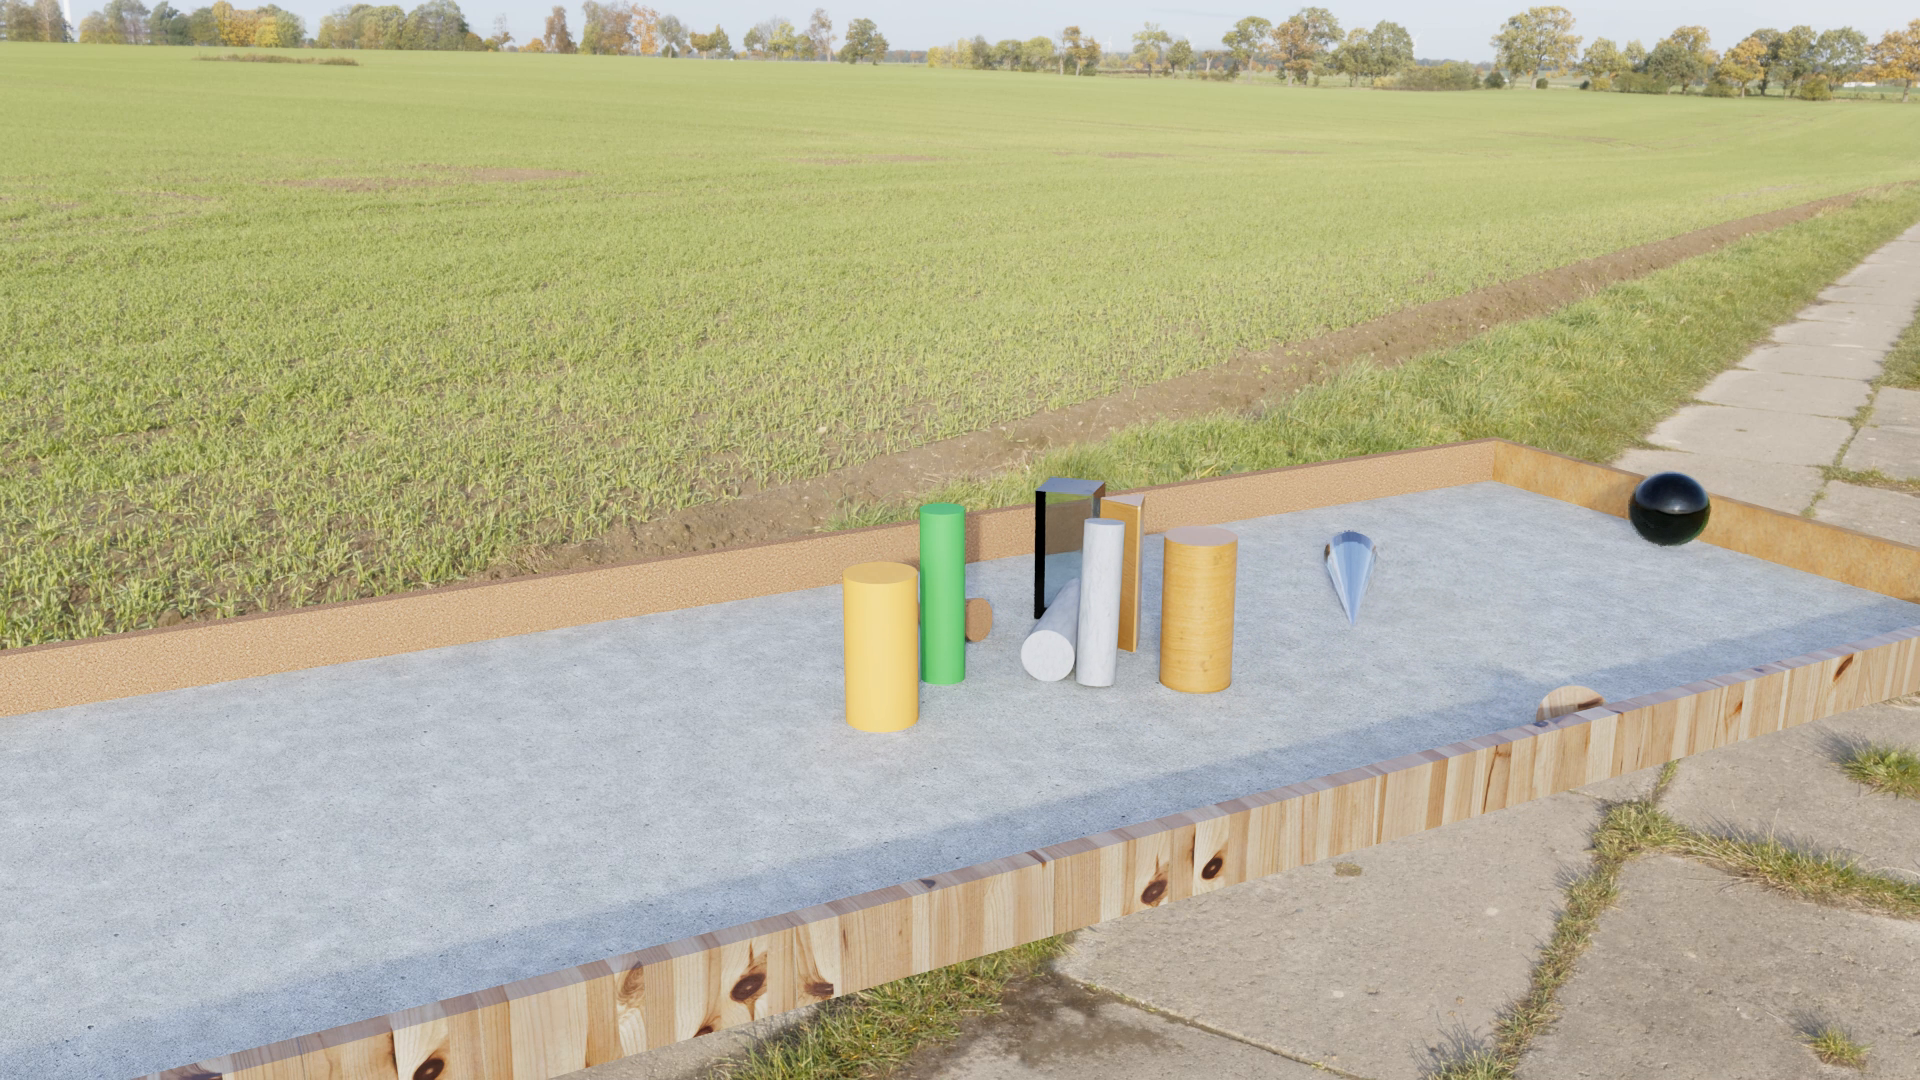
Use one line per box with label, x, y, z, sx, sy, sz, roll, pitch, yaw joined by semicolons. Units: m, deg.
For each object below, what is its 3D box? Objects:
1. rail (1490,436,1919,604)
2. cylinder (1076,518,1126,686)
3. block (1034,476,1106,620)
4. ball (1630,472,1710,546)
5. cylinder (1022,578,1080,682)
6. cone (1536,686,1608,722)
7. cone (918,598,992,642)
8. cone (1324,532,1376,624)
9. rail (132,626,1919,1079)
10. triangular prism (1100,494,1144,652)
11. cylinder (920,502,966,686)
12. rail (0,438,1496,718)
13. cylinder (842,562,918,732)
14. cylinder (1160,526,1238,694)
rail;2.466;-0.048;5.253;0.050;0.150;2.100;-9;18;-27
cylinder;0.347;0.154;4.097;0.101;0.405;0.101;2;11;0
block;0.306;0.028;4.598;0.157;0.371;0.157;6;18;18
ball;2.268;-0.100;5.270;0.239;0.239;0.239;0;16;0
cylinder;0.277;0.230;4.331;0.136;0.136;0.445;4;17;14
cone;1.454;0.406;3.831;0.167;0.167;0.345;9;5;28
cone;-0.108;0.202;4.562;0.425;0.118;0.118;4;15;42
cone;1.123;0.142;4.735;0.154;0.154;0.446;3;27;11
rail;-2.336;1.006;1.665;12.000;0.150;0.050;-9;18;-27
triangular prism;0.450;0.082;4.369;0.124;0.399;0.107;14;22;40
cylinder;-0.044;0.135;4.112;0.112;0.442;0.112;0;16;0
rail;-3.305;0.497;3.399;12.000;0.150;0.050;-9;18;-27
cylinder;-0.185;0.249;3.865;0.173;0.362;0.173;0;16;0
cylinder;0.591;0.172;4.096;0.180;0.380;0.180;0;16;0
